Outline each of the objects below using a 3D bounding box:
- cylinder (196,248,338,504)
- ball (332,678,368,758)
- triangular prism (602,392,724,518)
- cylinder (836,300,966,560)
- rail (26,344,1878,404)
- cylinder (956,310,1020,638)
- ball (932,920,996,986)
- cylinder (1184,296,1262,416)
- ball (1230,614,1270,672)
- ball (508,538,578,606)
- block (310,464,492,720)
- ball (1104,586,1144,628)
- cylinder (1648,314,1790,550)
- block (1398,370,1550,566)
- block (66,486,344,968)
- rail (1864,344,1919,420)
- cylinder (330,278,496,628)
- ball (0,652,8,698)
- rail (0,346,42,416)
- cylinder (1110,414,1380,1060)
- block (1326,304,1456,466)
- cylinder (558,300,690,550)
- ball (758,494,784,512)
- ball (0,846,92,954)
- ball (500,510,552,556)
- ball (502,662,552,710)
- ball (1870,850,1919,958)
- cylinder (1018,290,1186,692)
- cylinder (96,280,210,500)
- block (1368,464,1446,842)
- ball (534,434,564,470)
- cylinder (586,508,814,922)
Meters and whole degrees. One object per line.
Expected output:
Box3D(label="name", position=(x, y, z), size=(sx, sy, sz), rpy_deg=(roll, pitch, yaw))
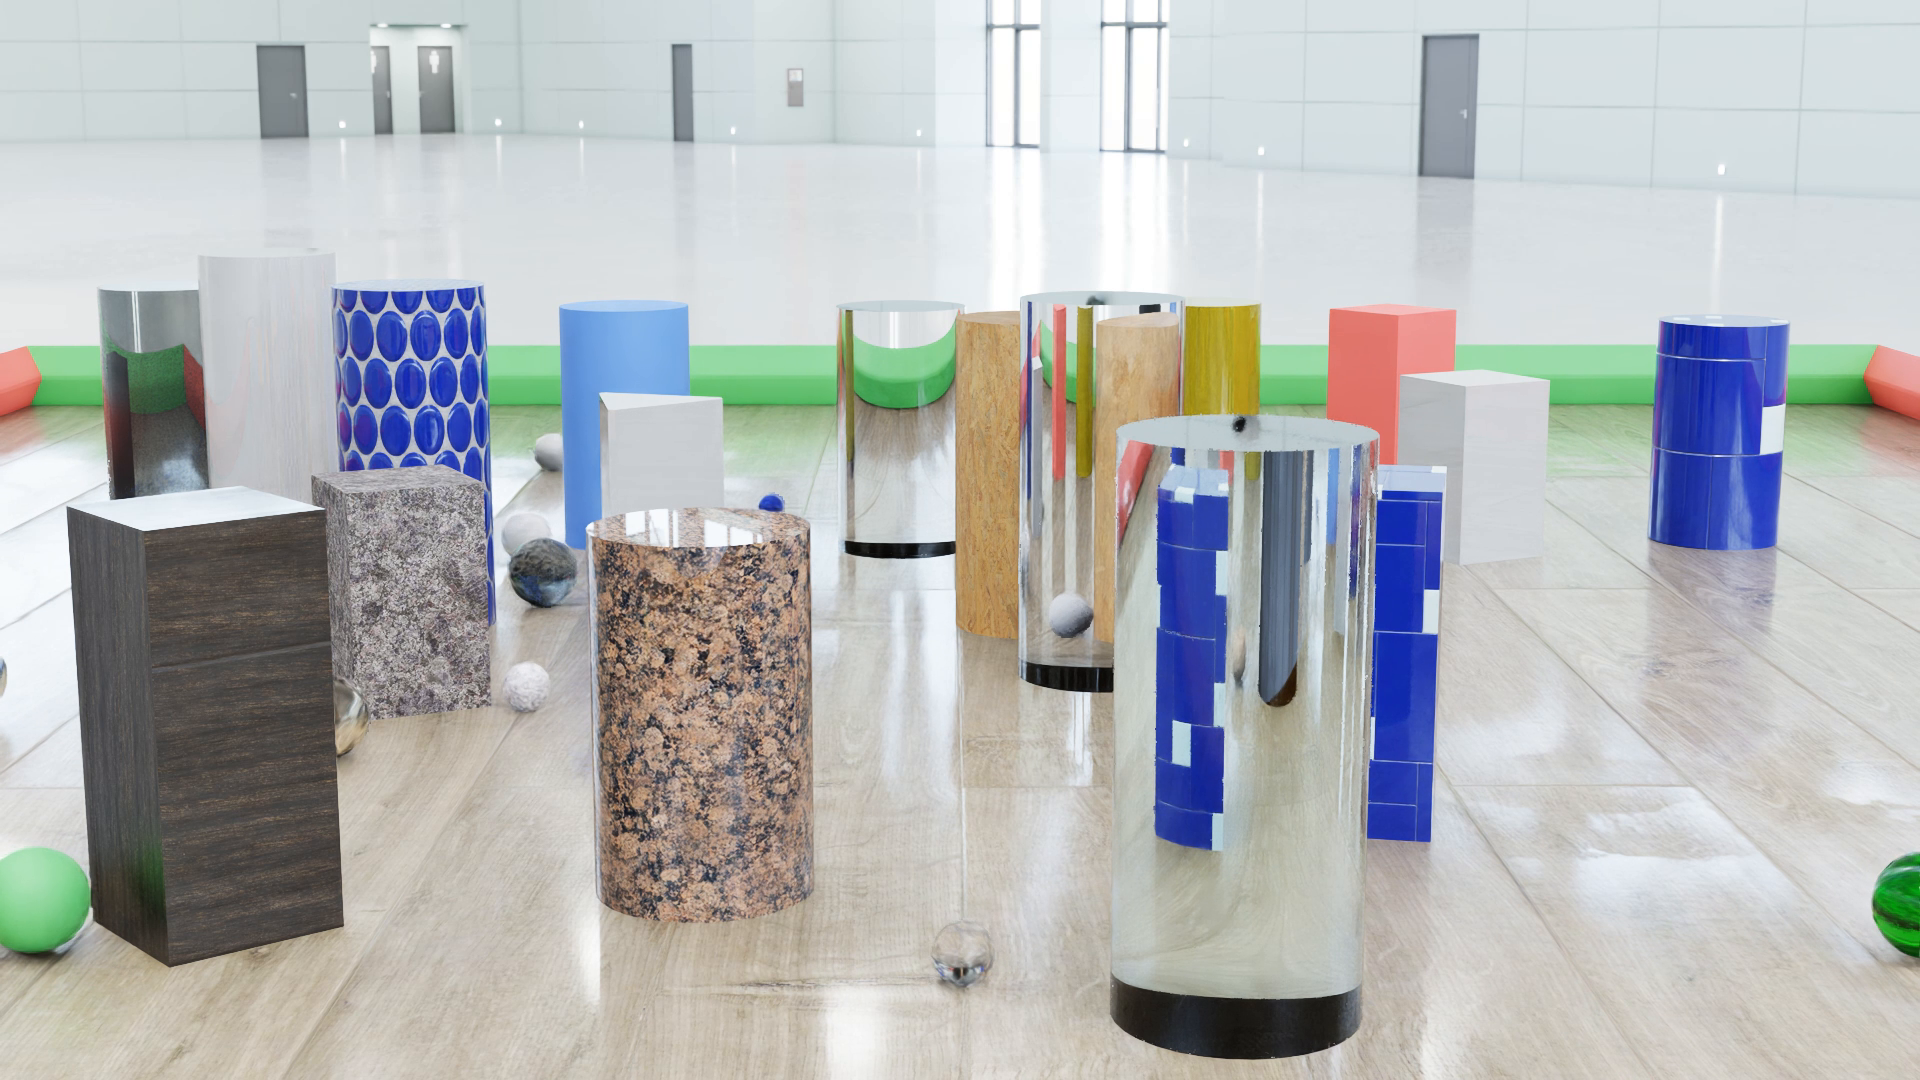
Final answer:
Box3D(label="cylinder", position=(-0.996, -0.187, 3.729), size=(0.196, 0.460, 0.196), rpy_deg=(0, 11, 0))
Box3D(label="ball", position=(-0.672, 0.189, 2.722), size=(0.087, 0.087, 0.087), rpy_deg=(0, 11, 0))
Box3D(label="triangular prism", position=(-0.413, -0.028, 3.278), size=(0.169, 0.310, 0.147), rpy_deg=(-9, 14, -41))
Box3D(label="cylinder", position=(-0.089, -0.170, 3.887), size=(0.196, 0.368, 0.196), rpy_deg=(0, 11, 0))
Box3D(label="rail", position=(-0.012, -0.354, 5.534), size=(4.006, 0.127, 0.045), rpy_deg=(0, 11, 0))
Box3D(label="cylinder", position=(0.092, -0.089, 3.352), size=(0.196, 0.404, 0.196), rpy_deg=(0, 11, 0))
Box3D(label="ball", position=(0.003, 0.331, 2.056), size=(0.051, 0.051, 0.051), rpy_deg=(0, 11, 0))
Box3D(label="cylinder", position=(0.450, -0.284, 4.684), size=(0.196, 0.302, 0.196), rpy_deg=(0, 11, 0))
Box3D(label="ball", position=(0.363, 0.125, 3.115), size=(0.070, 0.070, 0.070), rpy_deg=(0, 11, 0))
Box3D(label="ball", position=(-0.567, 0.043, 3.490), size=(0.094, 0.094, 0.094), rpy_deg=(0, 11, 0))
Box3D(label="block", position=(-0.644, 0.057, 2.957), size=(0.156, 0.260, 0.156), rpy_deg=(-6, 12, -27))
Box3D(label="ball", position=(0.214, 0.088, 3.361), size=(0.053, 0.053, 0.053), rpy_deg=(0, 11, 0))
Box3D(label="cylinder", position=(1.169, -0.169, 3.959), size=(0.196, 0.340, 0.196), rpy_deg=(0, 11, 0))
Box3D(label="block", position=(0.769, -0.112, 3.858), size=(0.156, 0.265, 0.156), rpy_deg=(-5, 12, -27))
Box3D(label="block", position=(-0.637, 0.151, 2.171), size=(0.156, 0.363, 0.156), rpy_deg=(-9, 14, -40))
Box3D(label="rail", position=(1.979, 0.031, 3.460), size=(0.045, 0.127, 4.290), rpy_deg=(0, 11, 0))
Box3D(label="cylinder", position=(-0.711, -0.110, 3.348), size=(0.196, 0.446, 0.196), rpy_deg=(0, 11, 0))
Box3D(label="ball", position=(-1.122, 0.154, 2.883), size=(0.098, 0.098, 0.098), rpy_deg=(0, 11, 0))
Box3D(label="rail", position=(-1.979, 0.035, 3.438), size=(0.045, 0.127, 4.290), rpy_deg=(0, 11, 0))
Box3D(label="cylinder", position=(0.214, 0.143, 1.956), size=(0.196, 0.456, 0.196), rpy_deg=(0, 11, 0))
Box3D(label="block", position=(0.761, -0.257, 4.537), size=(0.156, 0.302, 0.156), rpy_deg=(-9, 14, -40))
Box3D(label="cylinder", position=(-0.512, -0.178, 3.938), size=(0.196, 0.364, 0.196), rpy_deg=(0, 11, 0))
Box3D(label="ball", position=(-0.306, -0.053, 4.152), size=(0.041, 0.041, 0.041), rpy_deg=(0, 11, 0))
Box3D(label="ball", position=(-0.767, 0.299, 2.129), size=(0.088, 0.088, 0.088), rpy_deg=(0, 11, 0))
Box3D(label="ball", position=(-0.643, -0.006, 3.804), size=(0.076, 0.076, 0.076), rpy_deg=(0, 11, 0))
Box3D(label="ball", position=(-0.495, 0.167, 2.928), size=(0.055, 0.055, 0.055), rpy_deg=(0, 11, 0))
Box3D(label="ball", position=(0.798, 0.301, 2.113), size=(0.090, 0.090, 0.090), rpy_deg=(0, 11, 0))
Box3D(label="cylinder", position=(0.168, -0.062, 3.066), size=(0.196, 0.455, 0.196), rpy_deg=(0, 11, 0))
Box3D(label="cylinder", position=(-1.204, -0.190, 3.918), size=(0.196, 0.396, 0.196), rpy_deg=(0, 11, 0))
Box3D(label="block", position=(0.386, 0.104, 2.493), size=(0.156, 0.337, 0.156), rpy_deg=(2, 11, 12))
Box3D(label="ball", position=(-0.738, -0.159, 4.650), size=(0.069, 0.069, 0.069), rpy_deg=(0, 11, 0))
Box3D(label="cylinder", position=(-0.228, 0.150, 2.271), size=(0.196, 0.329, 0.196), rpy_deg=(0, 11, 0))
